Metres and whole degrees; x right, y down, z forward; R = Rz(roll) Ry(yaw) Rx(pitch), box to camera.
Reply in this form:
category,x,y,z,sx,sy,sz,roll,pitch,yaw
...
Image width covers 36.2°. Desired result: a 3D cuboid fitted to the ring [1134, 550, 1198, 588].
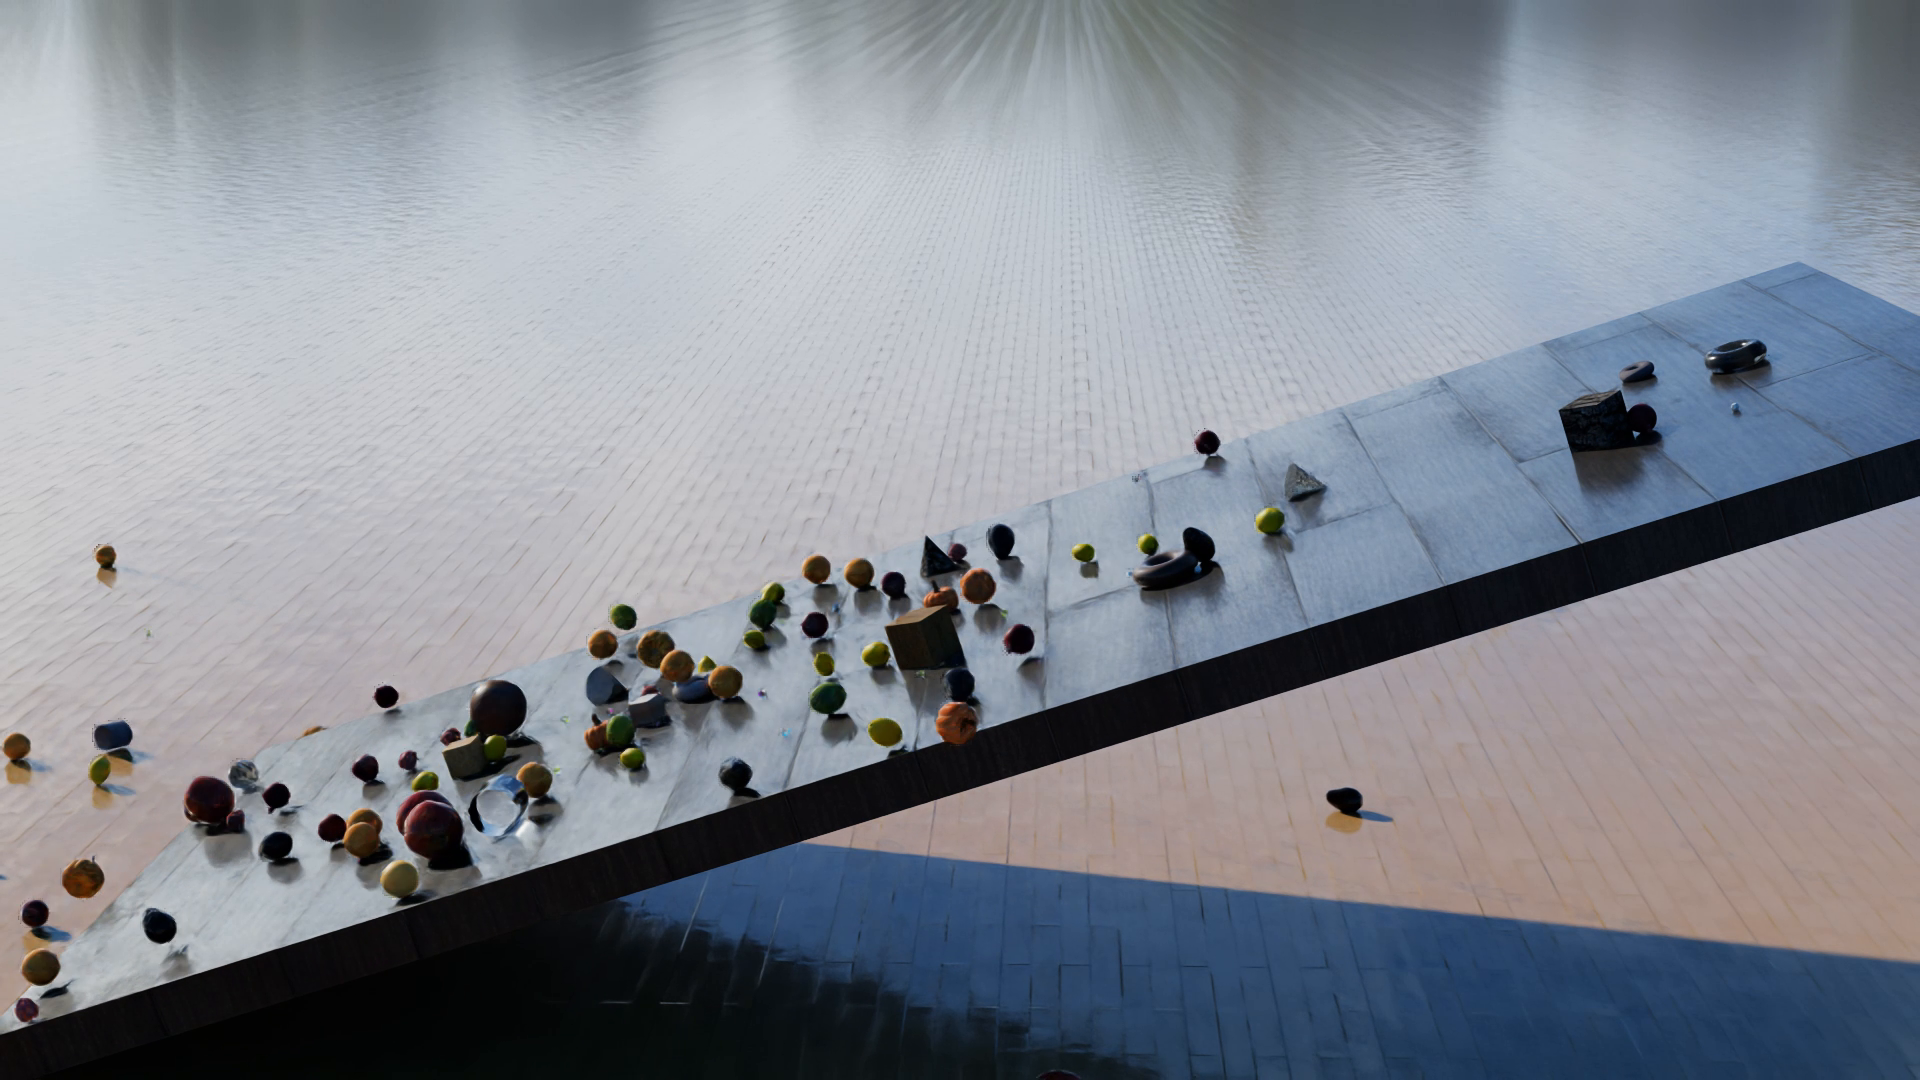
category,x,y,z,sx,sy,sz,roll,pitch,yaw
ring,0.419,0.058,5.998,0.137,0.046,0.137,-18,12,4

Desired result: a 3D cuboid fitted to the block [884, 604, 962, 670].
category,x,y,z,sx,sy,sz,roll,pitch,yaw
block,-0.075,0.198,5.994,0.096,0.096,0.096,-9,14,41

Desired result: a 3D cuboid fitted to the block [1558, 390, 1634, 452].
category,x,y,z,sx,sy,sz,roll,pitch,yaw
block,1.276,-0.238,5.904,0.092,0.092,0.092,-7,16,47

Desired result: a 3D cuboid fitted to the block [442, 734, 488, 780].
category,x,y,z,sx,sy,sz,roll,pitch,yaw
block,-1.075,0.473,6.395,0.067,0.067,0.067,-17,11,11

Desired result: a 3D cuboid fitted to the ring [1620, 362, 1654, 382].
category,x,y,z,sx,sy,sz,roll,pitch,yaw
ring,1.473,-0.366,6.400,0.078,0.026,0.078,-22,12,5

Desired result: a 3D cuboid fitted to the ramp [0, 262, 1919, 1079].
category,x,y,z,sx,sy,sz,roll,pitch,yaw
ramp,0.104,0.182,6.308,4.000,0.100,2.000,-18,11,6

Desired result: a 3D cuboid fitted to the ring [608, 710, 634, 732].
category,x,y,z,sx,sy,sz,roll,pitch,yaw
ring,-0.719,0.389,6.323,0.080,0.027,0.080,-17,12,4

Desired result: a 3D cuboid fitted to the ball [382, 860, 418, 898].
category,x,y,z,sx,sy,sz,roll,pitch,yaw
ball,-1.050,0.636,5.515,0.070,0.070,0.070,0,12,0

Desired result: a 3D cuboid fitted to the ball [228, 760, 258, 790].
category,x,y,z,sx,sy,sz,roll,pitch,yaw
ball,-1.714,0.561,7.034,0.070,0.070,0.070,0,12,0

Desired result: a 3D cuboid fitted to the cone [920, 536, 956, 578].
category,x,y,z,sx,sy,sz,roll,pitch,yaw
cone,-0.066,0.029,6.854,0.090,0.090,0.090,-18,11,3

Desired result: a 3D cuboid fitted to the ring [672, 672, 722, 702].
category,x,y,z,sx,sy,sz,roll,pitch,yaw
ring,-0.572,0.318,6.397,0.112,0.037,0.112,-19,10,4

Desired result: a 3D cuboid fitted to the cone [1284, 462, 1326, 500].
category,x,y,z,sx,sy,sz,roll,pitch,yaw
cone,0.754,-0.120,6.354,0.083,0.083,0.083,7,11,-9

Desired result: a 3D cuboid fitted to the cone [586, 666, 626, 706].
category,x,y,z,sx,sy,sz,roll,pitch,yaw
cone,-0.788,0.335,6.675,0.087,0.087,0.087,9,-1,38

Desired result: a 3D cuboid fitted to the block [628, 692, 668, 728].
category,x,y,z,sx,sy,sz,roll,pitch,yaw
block,-0.667,0.364,6.281,0.054,0.054,0.054,-12,12,31

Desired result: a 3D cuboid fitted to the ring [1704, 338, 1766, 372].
category,x,y,z,sx,sy,sz,roll,pitch,yaw
ring,1.633,-0.388,6.191,0.131,0.044,0.131,-18,12,4

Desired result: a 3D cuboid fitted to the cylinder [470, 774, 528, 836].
category,x,y,z,sx,sy,sz,roll,pitch,yaw
cylinder,-0.905,0.521,5.775,0.096,0.096,0.096,1,13,5
